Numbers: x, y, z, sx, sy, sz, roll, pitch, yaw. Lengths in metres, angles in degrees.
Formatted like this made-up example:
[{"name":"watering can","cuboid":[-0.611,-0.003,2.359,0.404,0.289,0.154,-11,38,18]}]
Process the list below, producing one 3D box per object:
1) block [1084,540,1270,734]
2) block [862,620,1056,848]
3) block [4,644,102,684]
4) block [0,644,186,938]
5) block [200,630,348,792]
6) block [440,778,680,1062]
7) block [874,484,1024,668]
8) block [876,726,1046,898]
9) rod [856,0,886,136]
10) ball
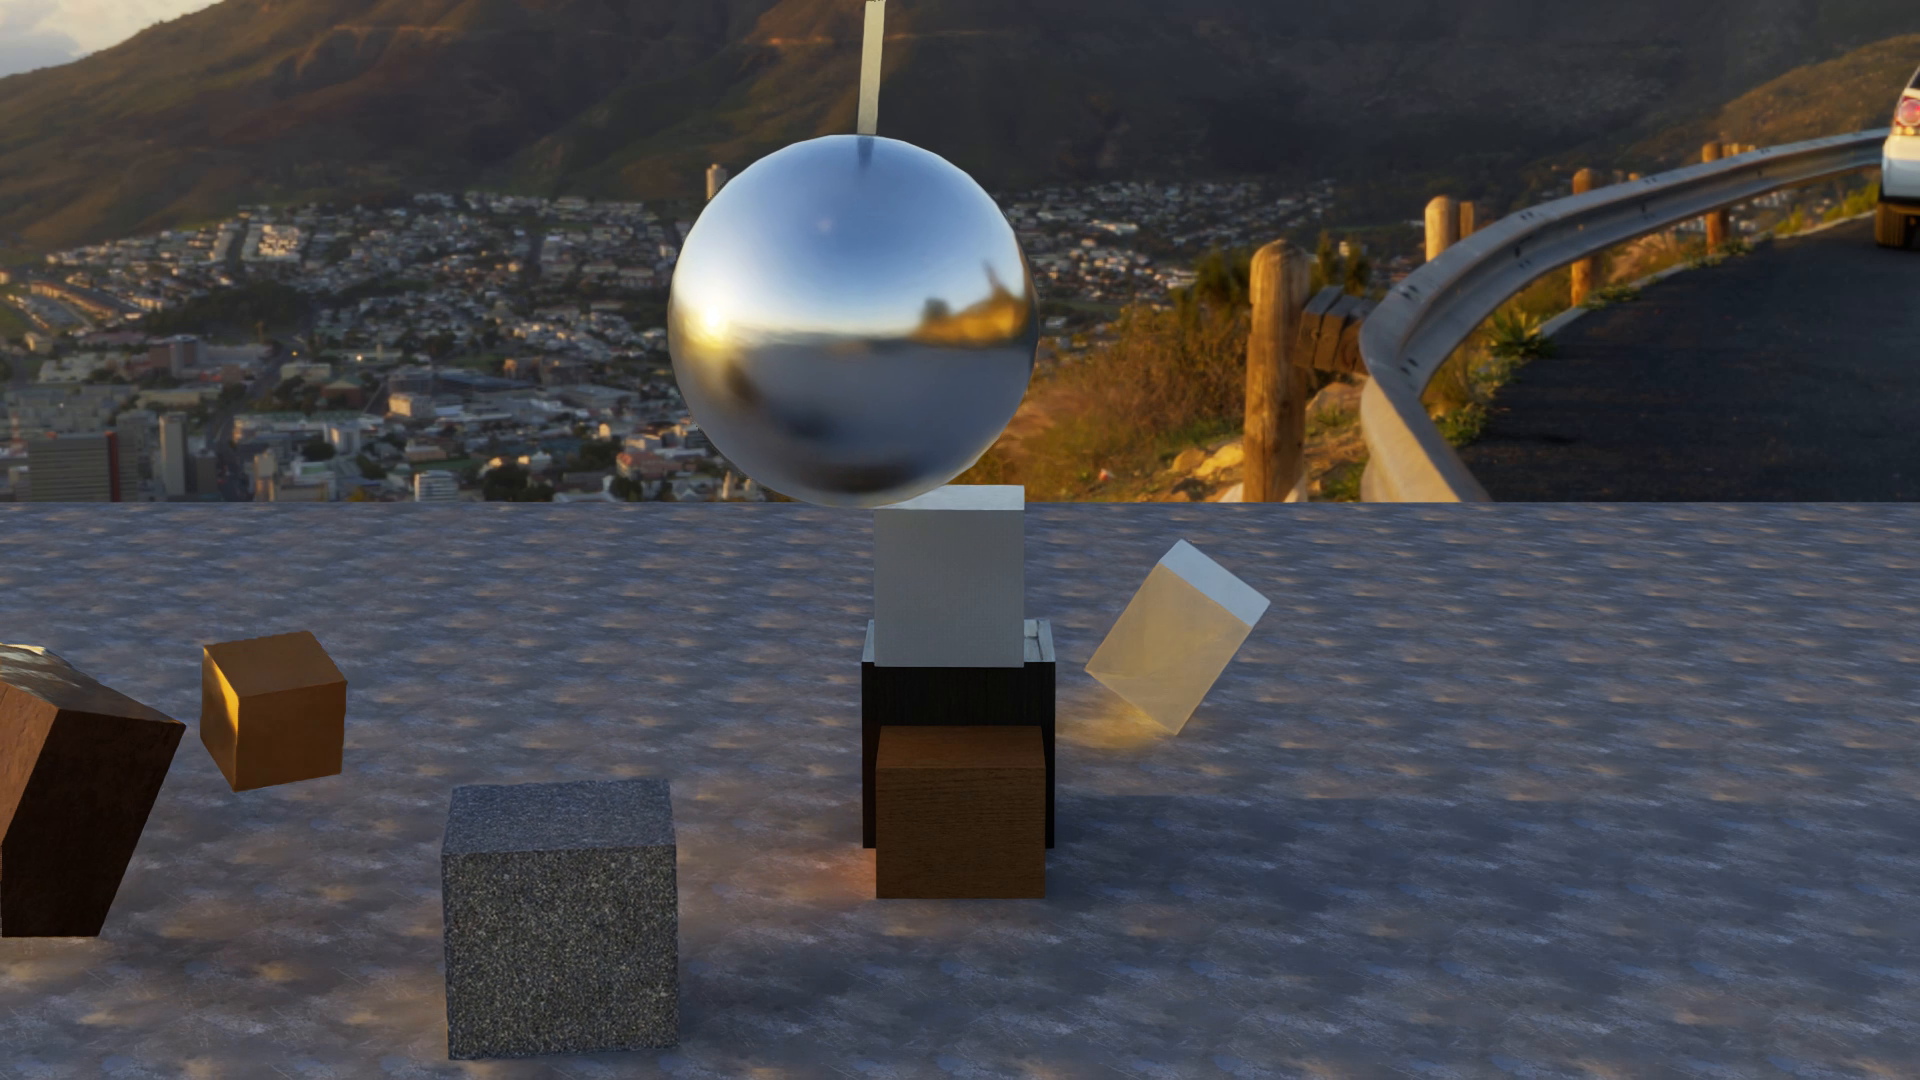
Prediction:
[{"name":"block","cuboid":[1.200,0.521,14.052,0.610,0.733,0.717,35,17,6]},{"name":"block","cuboid":[-0.005,0.902,12.151,0.879,0.878,0.914,0,10,0]},{"name":"block","cuboid":[-4.377,0.883,12.006,0.606,0.582,0.595,2,-29,36]},{"name":"block","cuboid":[-3.871,0.985,10.305,0.853,0.940,0.880,22,-2,17]},{"name":"block","cuboid":[-3.175,0.785,11.852,0.504,0.501,0.483,-8,32,-33]},{"name":"block","cuboid":[-1.495,1.407,9.666,0.830,0.773,0.900,-1,10,-8]},{"name":"block","cuboid":[-0.041,0.156,11.796,0.671,0.717,0.695,0,10,1]},{"name":"block","cuboid":[0.004,1.195,11.366,0.727,0.581,0.729,0,10,0]},{"name":"rod","cuboid":[-0.198,-4.269,10.404,0.080,5.200,0.080,4,10,-1]},{"name":"ball","cuboid":[-0.456,-0.934,11.011,1.600,1.600,1.600,0,10,0]}]
